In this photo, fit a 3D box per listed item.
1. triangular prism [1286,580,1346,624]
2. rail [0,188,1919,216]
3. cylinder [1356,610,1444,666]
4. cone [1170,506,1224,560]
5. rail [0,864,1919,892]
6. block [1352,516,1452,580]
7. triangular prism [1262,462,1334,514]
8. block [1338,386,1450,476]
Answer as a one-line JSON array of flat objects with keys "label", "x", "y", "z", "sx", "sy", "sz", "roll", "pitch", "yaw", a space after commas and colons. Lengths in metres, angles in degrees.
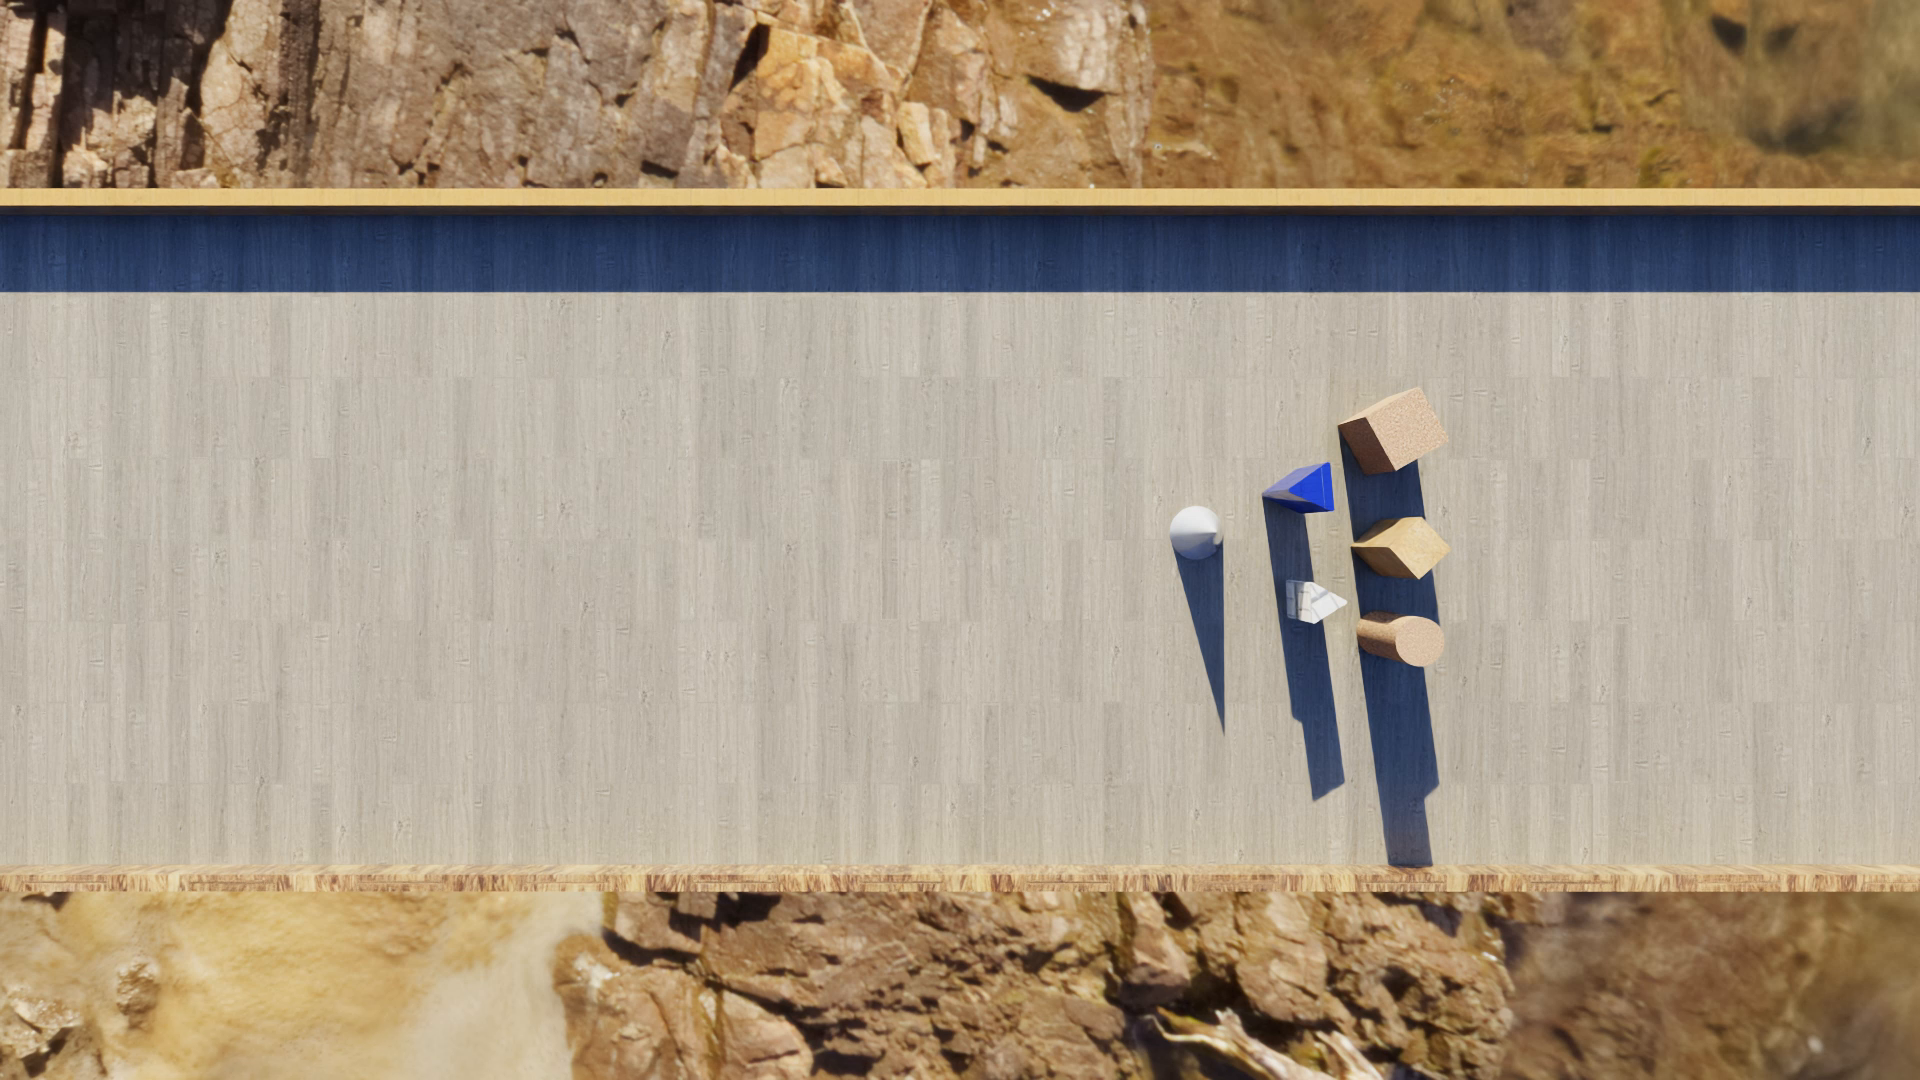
[{"label": "triangular prism", "x": 1.033, "y": 0.166, "z": 4.899, "sx": 0.116, "sy": 0.356, "sz": 0.100, "roll": -32, "pitch": 90, "yaw": 0}, {"label": "rail", "x": -2.247, "y": -1.025, "z": 5.002, "sx": 12.000, "sy": 0.150, "sz": 0.050, "roll": 0, "pitch": 90, "yaw": 0}, {"label": "cylinder", "x": 1.289, "y": 0.285, "z": 4.848, "sx": 0.137, "sy": 0.458, "sz": 0.137, "roll": 0, "pitch": 90, "yaw": 0}, {"label": "cone", "x": 0.728, "y": -0.022, "z": 4.877, "sx": 0.165, "sy": 0.399, "sz": 0.165, "roll": 0, "pitch": 90, "yaw": 0}, {"label": "rail", "x": -2.247, "y": 1.025, "z": 5.001, "sx": 12.000, "sy": 0.150, "sz": 0.050, "roll": 0, "pitch": 90, "yaw": 0}, {"label": "block", "x": 1.289, "y": 0.023, "z": 4.848, "sx": 0.124, "sy": 0.456, "sz": 0.124, "roll": -43, "pitch": 90, "yaw": 0}, {"label": "triangular prism", "x": 1.015, "y": -0.165, "z": 4.862, "sx": 0.137, "sy": 0.430, "sz": 0.119, "roll": 25, "pitch": 90, "yaw": 0}, {"label": "block", "x": 1.282, "y": -0.319, "z": 4.899, "sx": 0.177, "sy": 0.354, "sz": 0.177, "roll": -29, "pitch": 90, "yaw": 0}]
